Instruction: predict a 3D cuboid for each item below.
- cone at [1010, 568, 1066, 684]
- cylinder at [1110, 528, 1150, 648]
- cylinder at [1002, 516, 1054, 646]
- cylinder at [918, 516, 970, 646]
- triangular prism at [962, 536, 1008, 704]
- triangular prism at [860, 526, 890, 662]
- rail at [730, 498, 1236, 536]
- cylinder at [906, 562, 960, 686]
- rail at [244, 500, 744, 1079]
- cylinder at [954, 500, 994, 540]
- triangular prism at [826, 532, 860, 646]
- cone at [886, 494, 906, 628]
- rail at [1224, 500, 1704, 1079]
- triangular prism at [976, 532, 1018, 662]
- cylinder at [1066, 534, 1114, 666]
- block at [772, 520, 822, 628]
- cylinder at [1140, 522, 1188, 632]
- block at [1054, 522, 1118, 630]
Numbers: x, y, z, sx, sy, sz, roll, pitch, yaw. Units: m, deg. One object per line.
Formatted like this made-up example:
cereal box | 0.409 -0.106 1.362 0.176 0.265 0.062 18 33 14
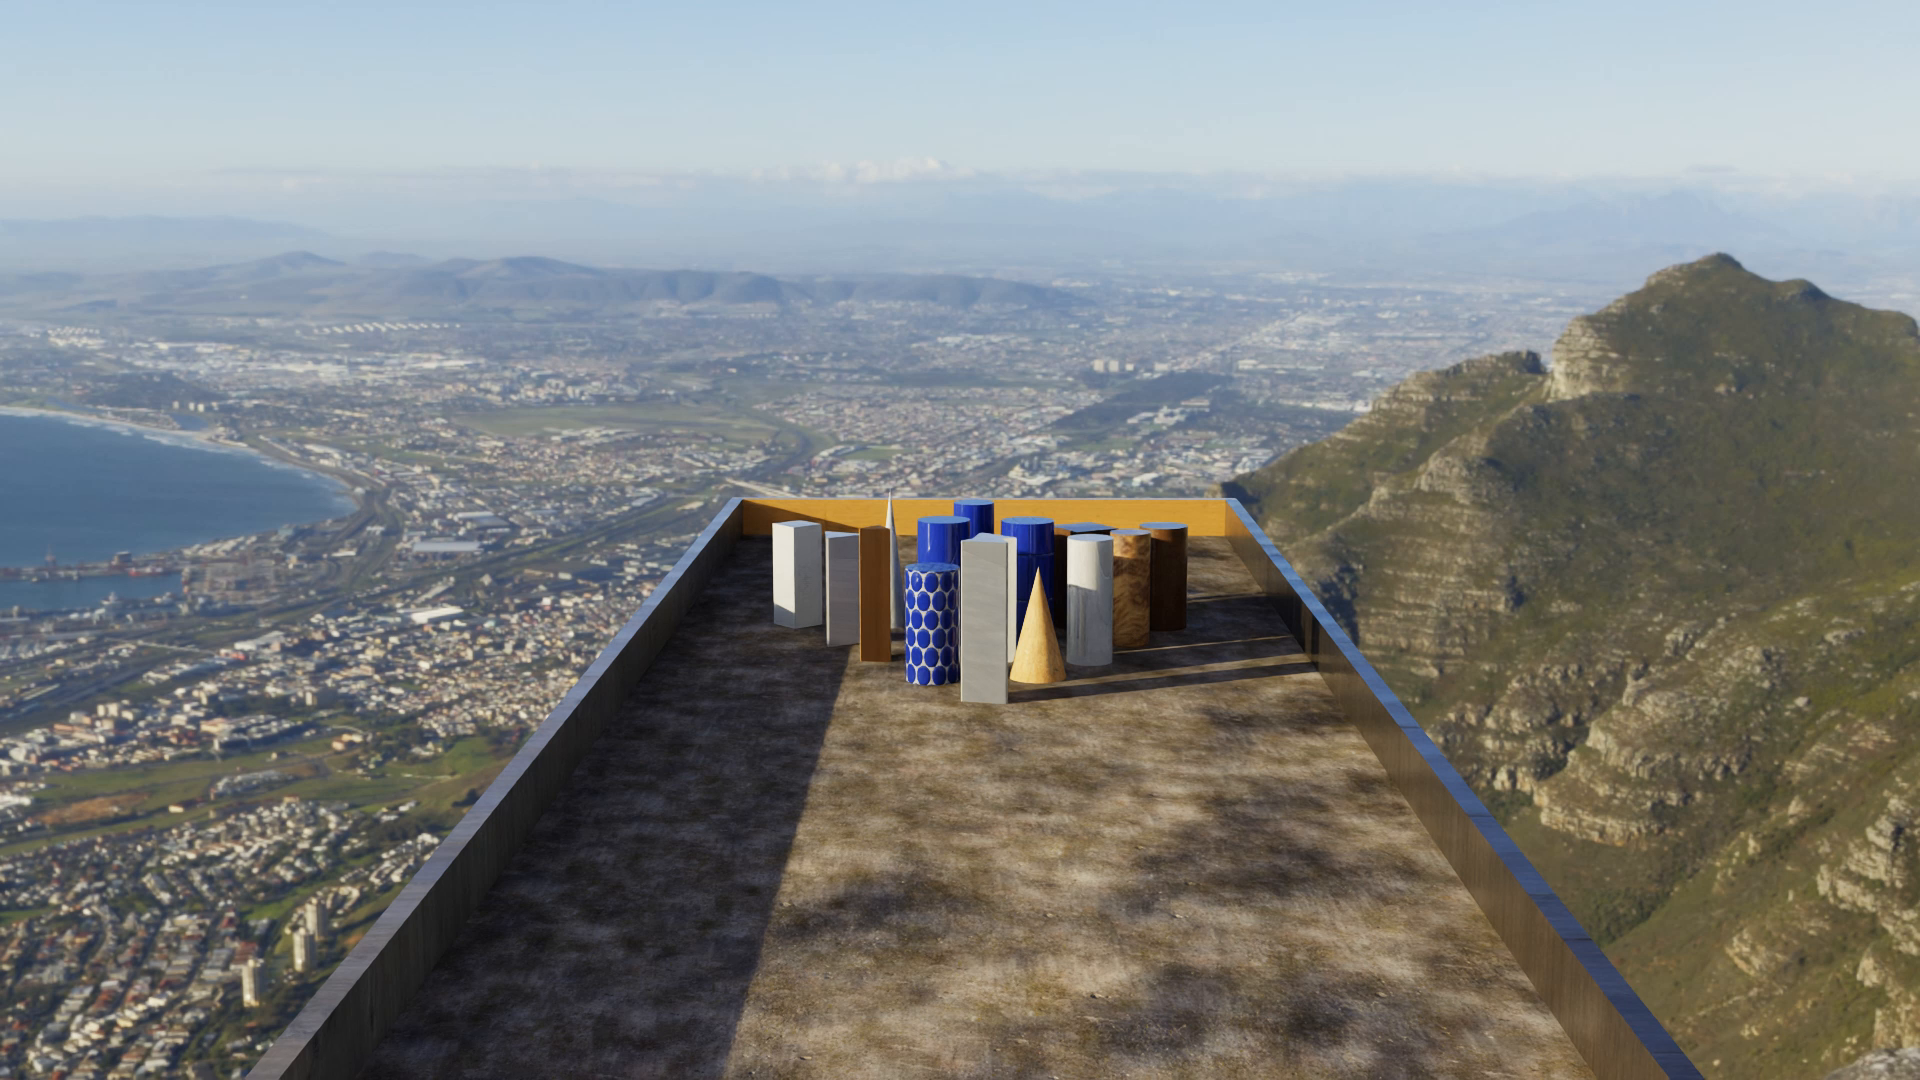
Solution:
cone | 0.229 0.240 6.442 0.169 0.330 0.169 0 9 0
cylinder | 0.534 0.151 6.915 0.128 0.357 0.128 0 9 0
cylinder | 0.214 0.130 6.952 0.168 0.388 0.168 0 9 0
cylinder | -0.051 0.128 6.953 0.167 0.390 0.167 0 9 0
triangular prism | 0.082 0.221 6.162 0.132 0.455 0.114 2 9 15
triangular prism | -0.253 0.162 6.688 0.093 0.407 0.080 1 9 6
rail | 0.099 -0.098 9.147 2.100 0.150 0.050 0 9 1
cylinder | -0.080 0.243 6.412 0.160 0.333 0.160 0 9 0
rail | -1.004 0.839 3.234 0.050 0.150 12.000 0 9 1
cylinder | 0.046 0.079 7.205 0.133 0.409 0.133 0 9 0
triangular prism | -0.391 0.151 6.951 0.136 0.346 0.118 -6 11 -34
cone | -0.228 0.055 7.209 0.109 0.456 0.109 0 9 0
rail | 1.046 0.843 3.208 0.050 0.150 12.000 0 9 1
triangular prism | 0.084 0.175 6.690 0.144 0.381 0.125 -3 9 -18
cylinder | 0.394 0.181 6.655 0.140 0.380 0.140 0 9 0
block | -0.534 0.112 7.232 0.114 0.335 0.114 -8 12 -40
cylinder | 0.663 0.118 7.192 0.158 0.335 0.158 0 9 0
block | 0.403 0.121 7.188 0.162 0.331 0.162 -5 10 -30
